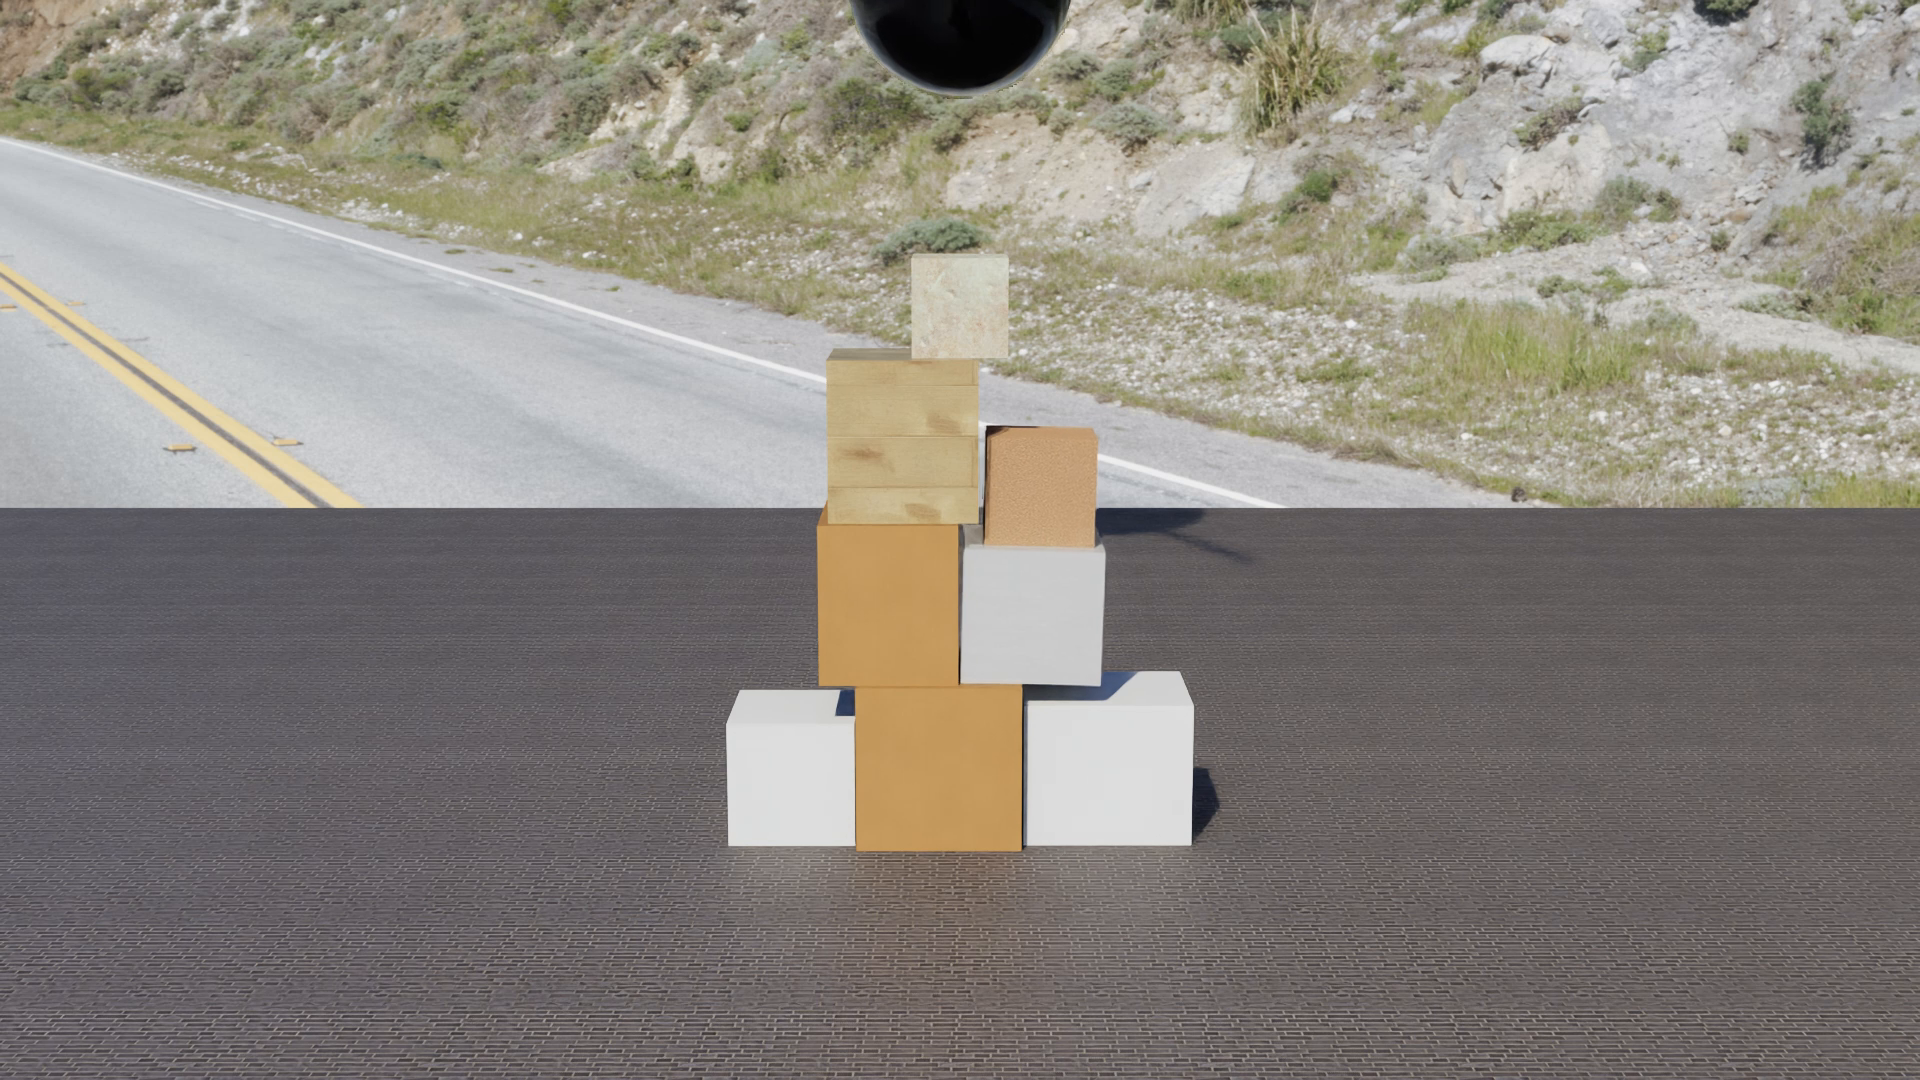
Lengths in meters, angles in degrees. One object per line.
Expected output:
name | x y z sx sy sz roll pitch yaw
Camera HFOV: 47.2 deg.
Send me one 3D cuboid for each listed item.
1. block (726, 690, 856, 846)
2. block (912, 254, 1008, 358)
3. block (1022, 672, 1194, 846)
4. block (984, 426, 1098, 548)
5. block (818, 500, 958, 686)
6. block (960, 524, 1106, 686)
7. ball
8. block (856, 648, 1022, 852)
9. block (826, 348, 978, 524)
block | -0.847 1.168 11.374 0.639 0.632 0.698 0 10 0
block | 0.000 -1.173 10.985 0.474 0.488 0.450 0 10 0
block | 0.742 1.119 11.385 0.849 0.724 0.727 0 10 0
block | 0.401 -0.276 11.129 0.549 0.541 0.473 1 10 0
block | -0.354 0.256 11.231 0.692 0.804 0.805 0 10 0
block | 0.360 0.321 11.242 0.698 0.675 0.730 1 10 0
ball | 0.000 -3.970 15.647 1.600 1.600 1.600 0 10 0
block | -0.105 1.066 11.360 0.825 0.837 0.884 0 10 0
block | -0.280 -0.534 11.078 0.742 0.804 0.652 0 10 0
